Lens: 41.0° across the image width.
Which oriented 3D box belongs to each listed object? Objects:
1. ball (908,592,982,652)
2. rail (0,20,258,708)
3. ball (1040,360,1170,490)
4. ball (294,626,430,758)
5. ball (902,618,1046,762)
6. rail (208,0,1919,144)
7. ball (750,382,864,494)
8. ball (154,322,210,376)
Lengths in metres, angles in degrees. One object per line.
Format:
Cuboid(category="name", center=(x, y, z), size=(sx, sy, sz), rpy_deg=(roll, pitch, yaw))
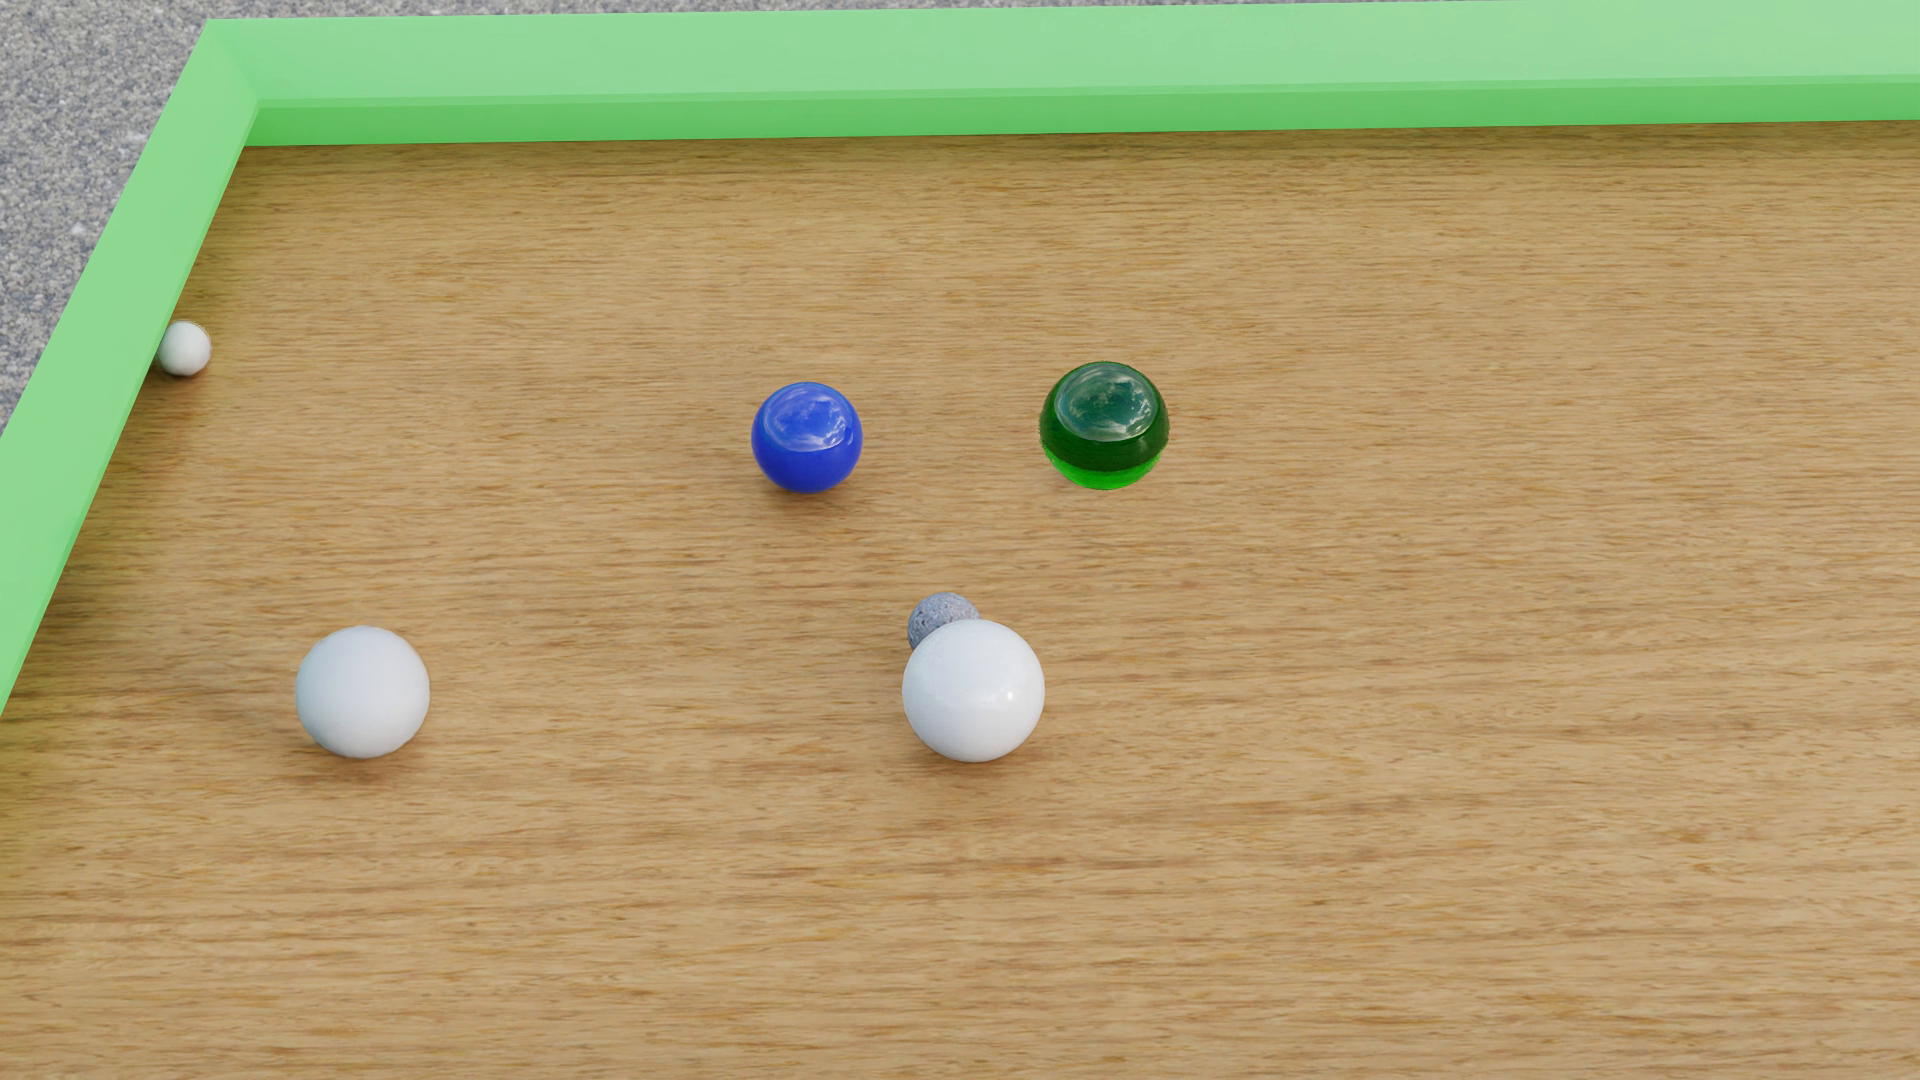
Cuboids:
Cuboid(category="ball", center=(-0.010, 0.061, 1.739), size=(0.052, 0.052, 0.052), rpy_deg=(0, 35, 0))
Cuboid(category="rail", center=(-0.632, -0.009, 1.773), size=(0.045, 0.125, 1.427), rpy_deg=(-1, 35, -2))
Cuboid(category="ball", center=(0.107, -0.085, 1.908), size=(0.096, 0.096, 0.096), rpy_deg=(0, 35, 0))
Cuboid(category="ball", center=(-0.386, 0.098, 1.657), size=(0.086, 0.086, 0.086), rpy_deg=(0, 35, 0))
Cuboid(category="ball", center=(0.009, 0.097, 1.653), size=(0.093, 0.093, 0.093), rpy_deg=(0, 35, 0))
Cuboid(category="rail", center=(0.631, -0.433, 2.373), size=(2.625, 0.125, 0.045), rpy_deg=(-1, 35, -2))
Cuboid(category="ball", center=(-0.114, -0.076, 1.905), size=(0.084, 0.084, 0.084), rpy_deg=(0, 35, 0))
Cuboid(category="ball", center=(-0.621, -0.153, 2.049), size=(0.044, 0.044, 0.044), rpy_deg=(0, 35, 0))
